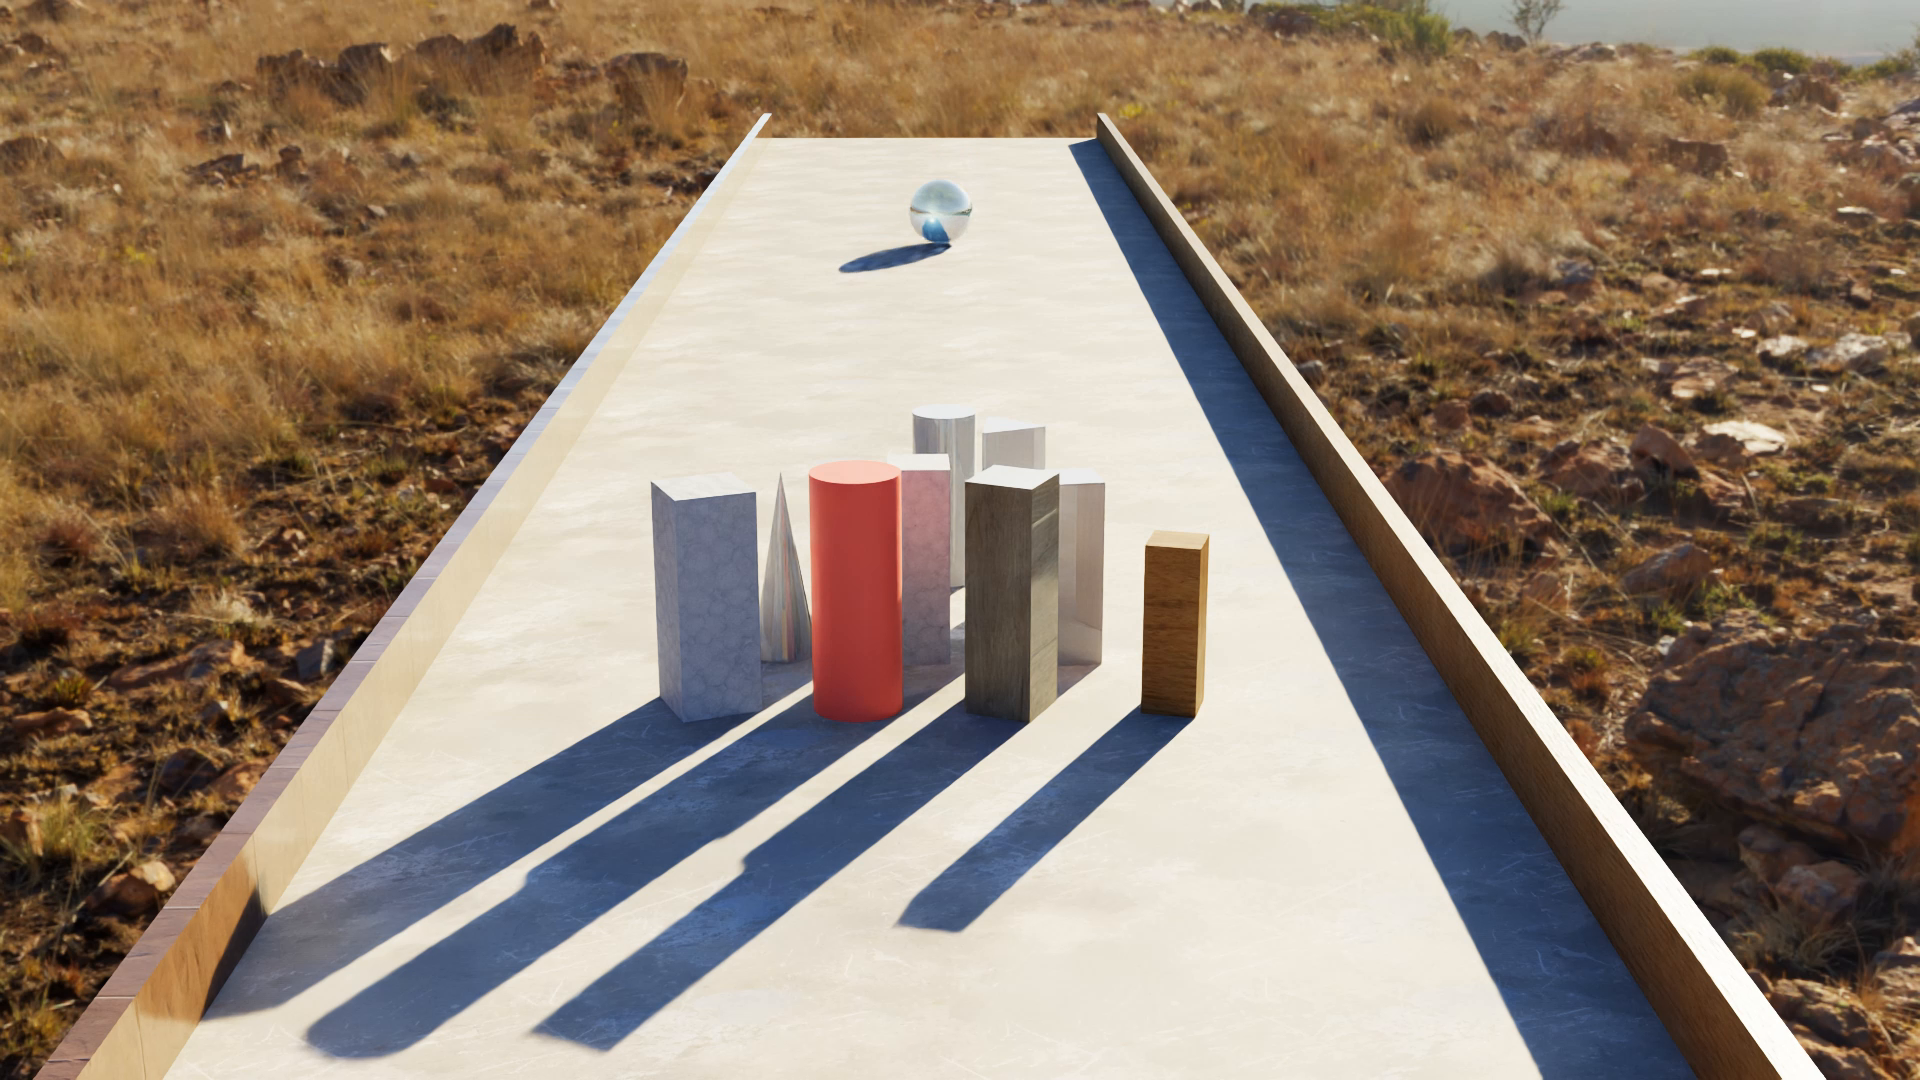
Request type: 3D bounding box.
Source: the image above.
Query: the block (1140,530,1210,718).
[{"bbox_3d":[0.403,0.157,4.121,0.103,0.329,0.103,4,17,14],"label":"block"}]

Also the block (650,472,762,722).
[{"bbox_3d":[-0.475,0.105,4.122,0.155,0.428,0.155,-7,18,-23],"label":"block"}]

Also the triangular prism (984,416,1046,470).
[{"bbox_3d":[0.087,-0.043,4.635,0.143,0.419,0.124,-8,18,-24],"label":"triangular prism"}]

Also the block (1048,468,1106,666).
[{"bbox_3d":[0.217,0.054,4.385,0.116,0.376,0.116,-3,17,-10],"label":"block"}]

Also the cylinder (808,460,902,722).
[{"bbox_3d":[-0.193,0.095,4.102,0.170,0.459,0.170,0,17,0],"label":"cylinder"}]

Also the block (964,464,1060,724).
[{"bbox_3d":[0.097,0.100,4.102,0.132,0.450,0.132,7,18,24],"label":"block"}]

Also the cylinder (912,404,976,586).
[{"bbox_3d":[-0.035,-0.099,4.888,0.142,0.383,0.142,0,17,0],"label":"cylinder"}]

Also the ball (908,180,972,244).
[{"bbox_3d":[-0.083,-1.424,9.528,0.277,0.277,0.277,0,17,0],"label":"ball"}]

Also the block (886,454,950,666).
[{"bbox_3d":[-0.083,0.039,4.389,0.123,0.402,0.123,-1,17,-2],"label":"block"}]

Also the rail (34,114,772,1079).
[{"bbox_3d":[-1.118,-0.838,7.780,0.050,0.150,12.000,0,17,-1],"label":"rail"}]

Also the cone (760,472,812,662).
[{"bbox_3d":[-0.355,0.044,4.408,0.131,0.383,0.131,0,17,0],"label":"cone"}]

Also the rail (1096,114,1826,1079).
[{"bbox_3d":[0.932,-0.844,7.801,0.050,0.150,12.000,0,17,-1],"label":"rail"}]
